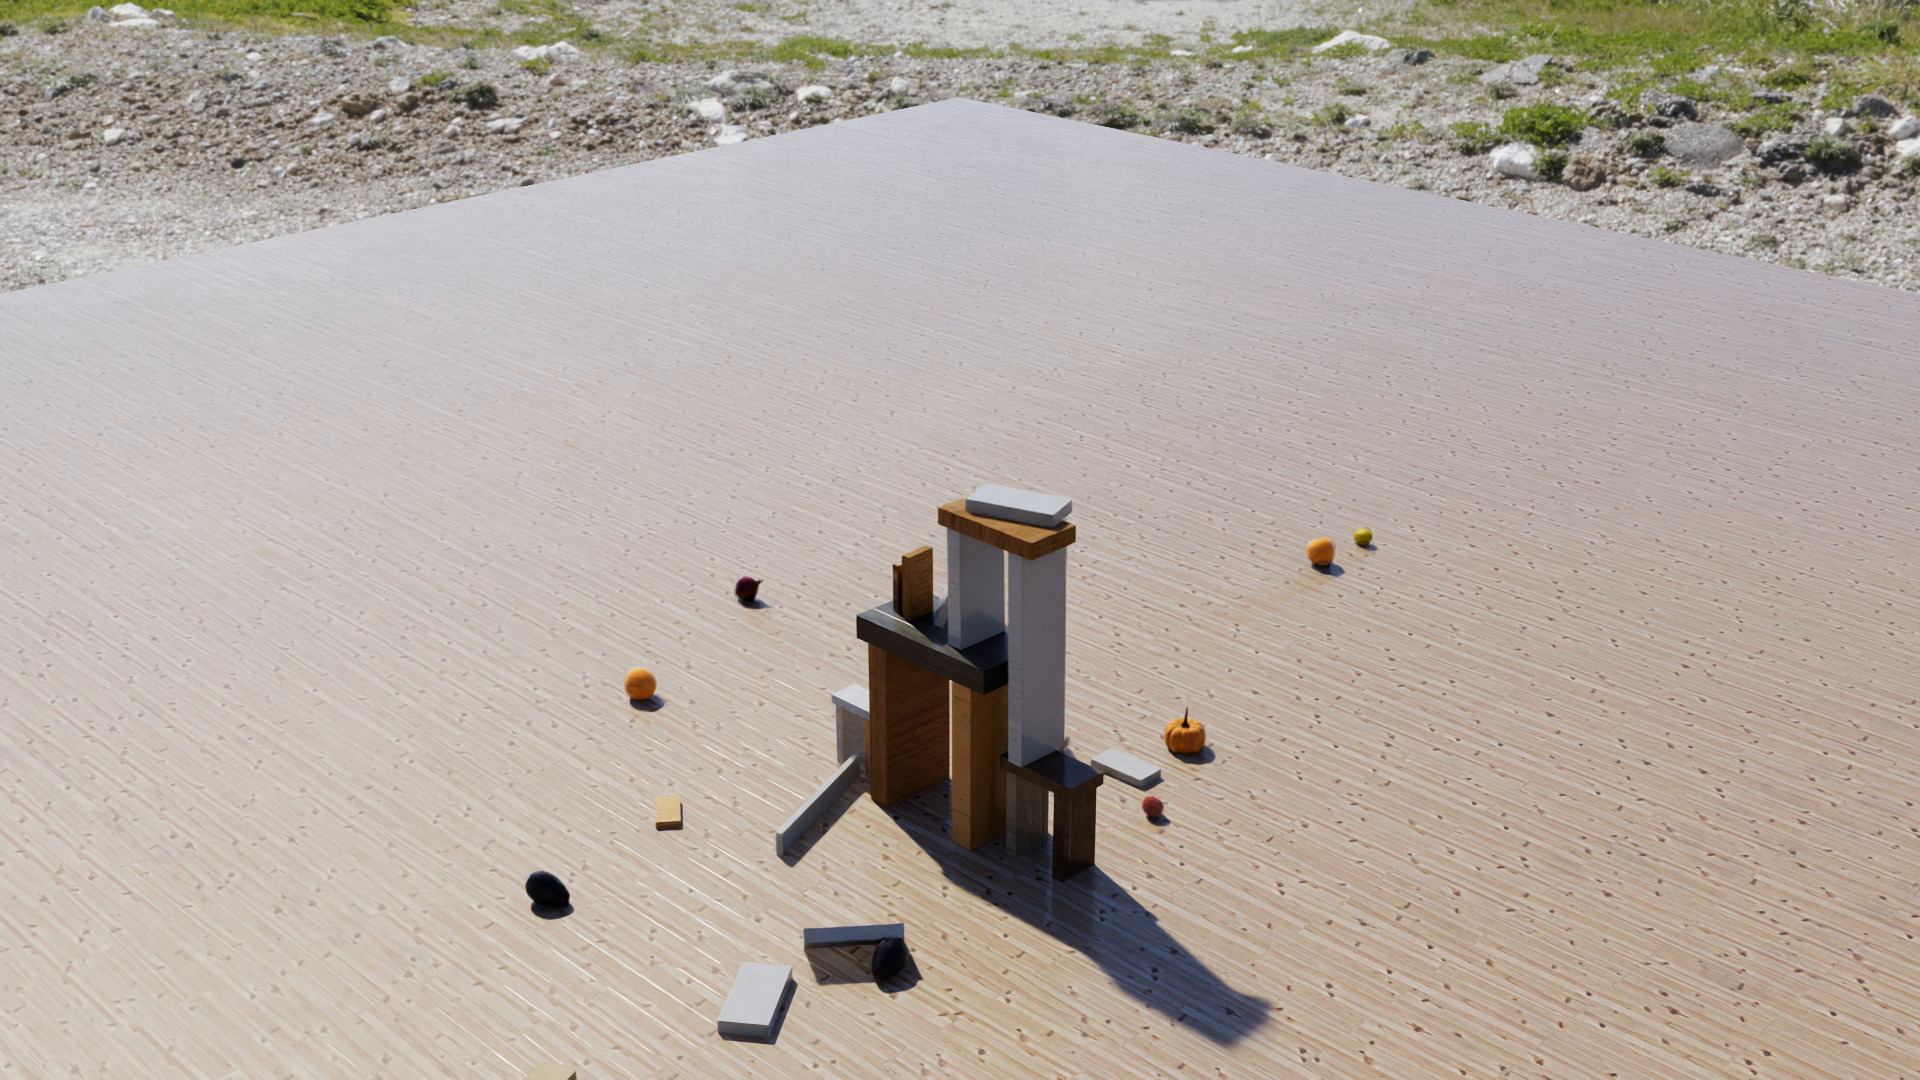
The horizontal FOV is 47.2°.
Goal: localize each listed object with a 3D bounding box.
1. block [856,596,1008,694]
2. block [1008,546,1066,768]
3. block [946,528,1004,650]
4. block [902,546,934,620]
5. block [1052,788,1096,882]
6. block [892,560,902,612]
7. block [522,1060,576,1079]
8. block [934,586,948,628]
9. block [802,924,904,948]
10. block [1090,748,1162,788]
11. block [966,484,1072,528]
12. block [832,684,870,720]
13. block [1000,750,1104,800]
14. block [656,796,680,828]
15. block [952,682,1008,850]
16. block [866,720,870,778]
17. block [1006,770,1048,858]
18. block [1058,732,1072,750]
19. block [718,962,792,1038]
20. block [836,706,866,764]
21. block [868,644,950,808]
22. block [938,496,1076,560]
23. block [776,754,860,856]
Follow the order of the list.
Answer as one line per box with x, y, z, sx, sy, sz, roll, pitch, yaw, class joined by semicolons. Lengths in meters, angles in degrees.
-0.018;0.197;4.324;0.355;0.050;0.177;21;31;41;block
0.146;0.211;4.162;0.121;0.436;0.034;-21;30;-40;block
0.031;0.077;4.230;0.122;0.243;0.034;-21;30;-41;block
-0.083;0.085;4.350;0.019;0.136;0.068;20;30;39;block
0.220;0.554;4.217;0.026;0.185;0.093;21;31;41;block
-0.110;0.089;4.385;0.014;0.101;0.050;21;31;41;block
-0.694;0.906;3.601;0.067;0.019;0.134;10;25;23;block
-0.015;0.099;4.320;0.019;0.136;0.068;21;22;-7;block
-0.193;0.716;3.976;0.180;0.026;0.090;-2;-16;-5;block
0.347;0.478;4.610;0.134;0.019;0.067;20;30;39;block
0.111;-0.066;4.135;0.180;0.026;0.090;11;25;24;block
-0.196;0.341;4.580;0.138;0.020;0.069;21;31;41;block
0.175;0.440;4.215;0.093;0.026;0.185;-21;31;-40;block
-0.591;0.550;4.446;0.050;0.014;0.101;-3;23;-7;block
0.065;0.416;4.327;0.050;0.355;0.177;21;31;41;block
-0.163;0.426;4.580;0.069;0.138;0.020;-21;31;-41;block
0.132;0.520;4.298;0.093;0.185;0.026;-21;31;-41;block
0.183;0.416;4.721;0.067;0.019;0.134;-32;30;-7;block
-0.357;0.801;3.840;0.090;0.026;0.180;3;23;8;block
-0.228;0.401;4.640;0.020;0.138;0.069;21;31;41;block
-0.102;0.351;4.481;0.050;0.355;0.177;21;31;41;block
0.087;-0.029;4.124;0.121;0.034;0.243;-21;31;-40;block
-0.284;0.532;4.442;0.014;0.050;0.348;9;25;21;block
